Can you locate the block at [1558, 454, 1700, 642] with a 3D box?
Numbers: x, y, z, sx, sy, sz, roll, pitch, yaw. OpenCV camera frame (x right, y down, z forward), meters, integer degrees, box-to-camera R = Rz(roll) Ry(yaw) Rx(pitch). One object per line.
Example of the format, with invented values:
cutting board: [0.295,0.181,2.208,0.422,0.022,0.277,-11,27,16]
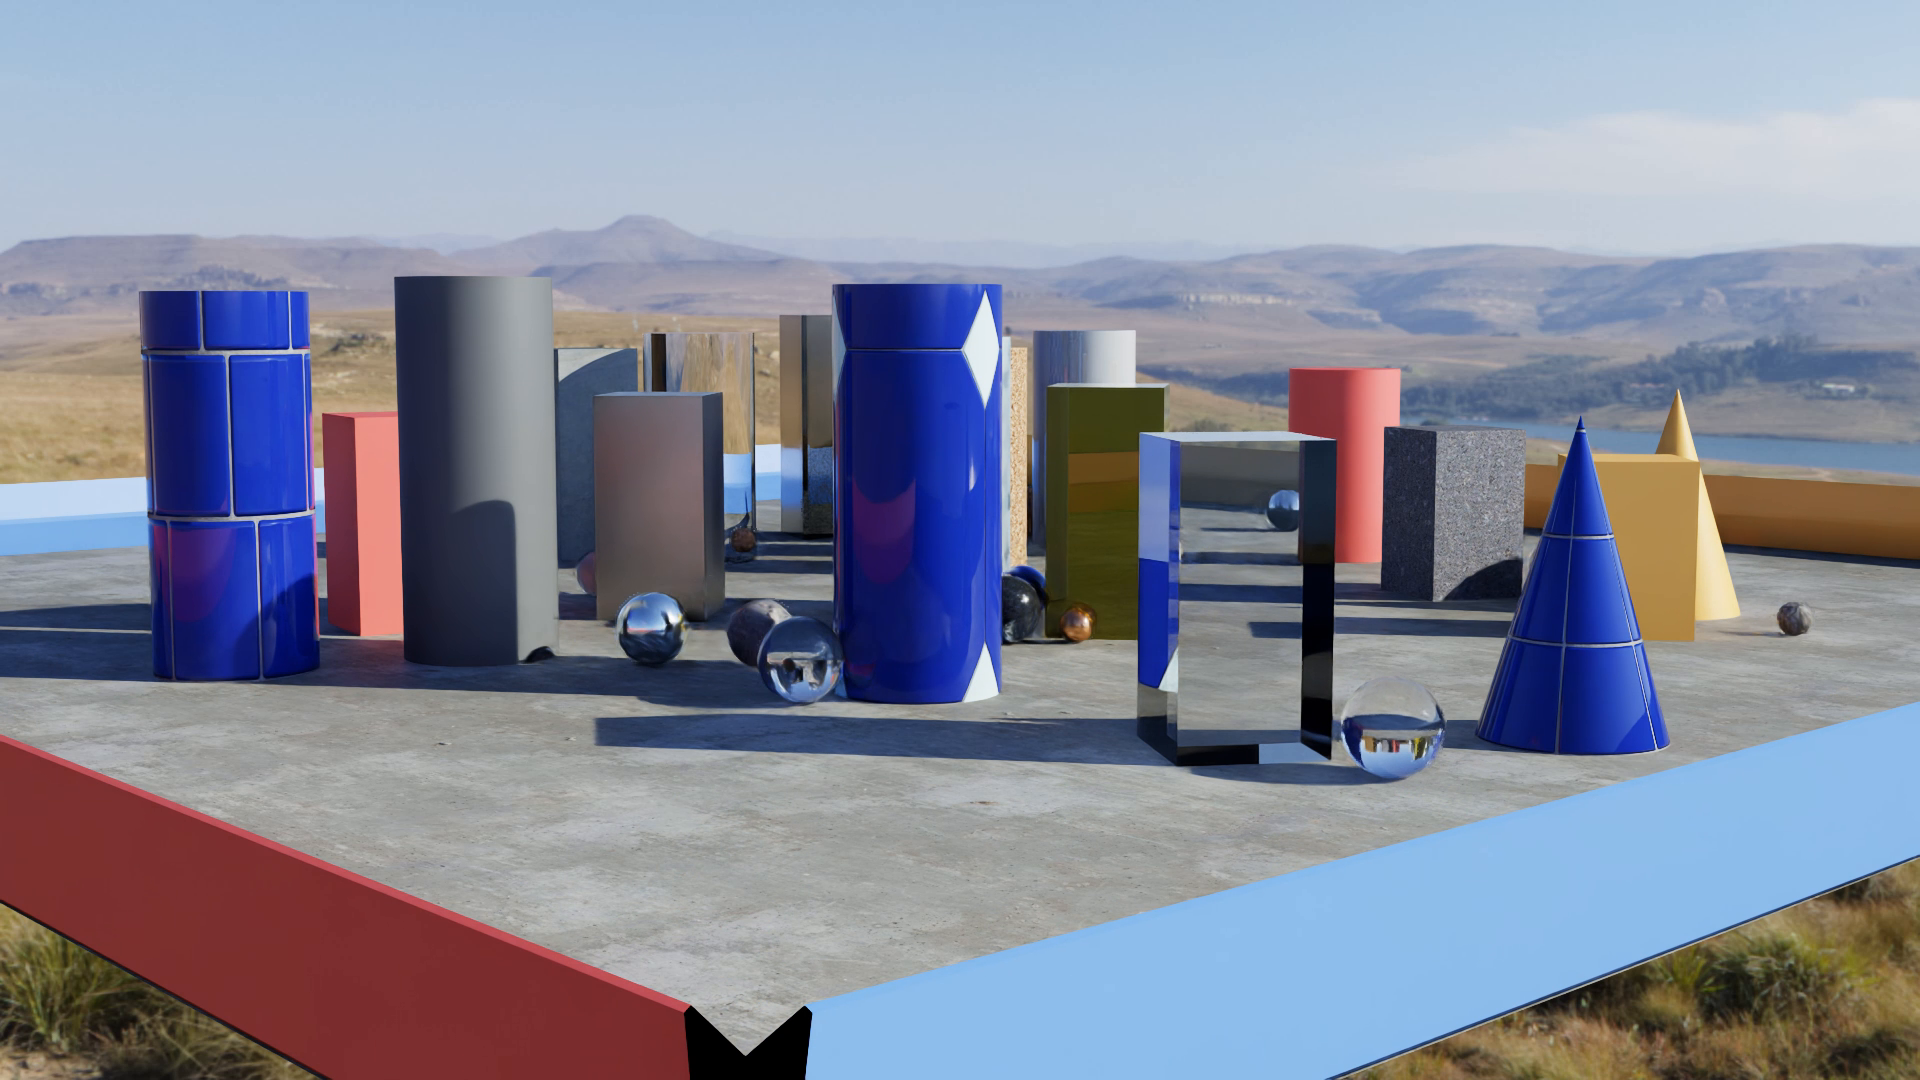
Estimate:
block: [0.919,0.007,3.043,0.158,0.242,0.158,0,6,5]

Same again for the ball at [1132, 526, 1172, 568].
ball: [0.333,0.012,3.815,0.072,0.072,0.072,0,6,0]

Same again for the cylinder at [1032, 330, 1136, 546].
cylinder: [0.237,-0.198,4.218,0.197,0.406,0.197,0,6,0]

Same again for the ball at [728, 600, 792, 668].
ball: [-0.247,0.117,2.748,0.086,0.086,0.086,0,6,0]

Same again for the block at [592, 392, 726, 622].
block: [-0.438,-0.052,3.220,0.158,0.324,0.158,0,6,4]

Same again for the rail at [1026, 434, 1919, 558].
rail: [1.216,-0.083,4.448,0.045,0.128,3.346,-5,8,-42]

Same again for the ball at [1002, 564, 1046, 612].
ball: [0.088,0.076,3.169,0.080,0.080,0.080,0,6,0]

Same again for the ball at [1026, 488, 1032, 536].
ball: [0.129,-0.055,4.339,0.097,0.097,0.097,0,6,0]

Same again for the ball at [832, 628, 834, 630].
ball: [-0.160,0.133,2.782,0.046,0.046,0.046,0,6,0]

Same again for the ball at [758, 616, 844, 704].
ball: [-0.181,0.136,2.499,0.099,0.099,0.099,0,6,0]

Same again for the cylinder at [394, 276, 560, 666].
cylinder: [-0.620,-0.093,2.829,0.197,0.486,0.197,0,6,0]

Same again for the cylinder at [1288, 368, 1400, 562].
cylinder: [0.692,-0.139,3.970,0.197,0.340,0.197,0,6,0]

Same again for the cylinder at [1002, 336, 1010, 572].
cylinder: [-0.024,-0.095,3.233,0.197,0.406,0.197,0,6,0]

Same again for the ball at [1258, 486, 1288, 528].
ball: [0.653,-0.067,4.514,0.084,0.084,0.084,0,6,0]

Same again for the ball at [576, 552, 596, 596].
ball: [-0.560,0.053,3.424,0.073,0.073,0.073,0,6,0]

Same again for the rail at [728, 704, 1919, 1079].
rail: [1.118,0.159,2.126,3.356,0.128,0.045,-5,8,-42]

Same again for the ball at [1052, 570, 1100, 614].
ball: [0.167,0.078,3.193,0.069,0.069,0.069,0,6,0]

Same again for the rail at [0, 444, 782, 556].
rail: [-1.118,-0.093,4.537,3.356,0.128,0.045,-5,8,-42]

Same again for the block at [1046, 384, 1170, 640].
block: [0.206,-0.043,3.045,0.158,0.342,0.158,1,6,8]

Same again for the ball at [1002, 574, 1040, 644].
ball: [0.062,0.093,2.944,0.093,0.093,0.093,0,6,0]

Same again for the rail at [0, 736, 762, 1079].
rail: [-1.216,0.150,2.216,0.045,0.128,3.346,-5,8,-42]

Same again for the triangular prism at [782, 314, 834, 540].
triangular prism: [-0.301,-0.228,4.367,0.148,0.435,0.171,5,8,40]

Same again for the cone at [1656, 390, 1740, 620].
cone: [1.056,-0.059,3.252,0.197,0.331,0.197,0,6,0]

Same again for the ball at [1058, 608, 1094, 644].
ball: [0.156,0.115,2.952,0.047,0.047,0.047,0,6,0]

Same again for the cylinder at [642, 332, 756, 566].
cylinder: [-0.464,-0.166,3.921,0.197,0.405,0.197,0,6,0]

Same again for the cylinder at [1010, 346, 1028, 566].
cylinder: [0.016,-0.138,3.758,0.197,0.382,0.197,0,6,0]

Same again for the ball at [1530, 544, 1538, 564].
ball: [0.919,0.037,3.371,0.089,0.089,0.089,0,6,0]

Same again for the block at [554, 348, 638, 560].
block: [-0.695,-0.161,4.013,0.158,0.376,0.158,-5,7,-37]

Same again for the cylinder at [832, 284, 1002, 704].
cylinder: [-0.049,-0.059,2.563,0.197,0.474,0.197,0,6,0]

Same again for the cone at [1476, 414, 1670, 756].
cone: [0.639,0.039,2.282,0.197,0.338,0.197,0,6,0]

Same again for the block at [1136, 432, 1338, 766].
block: [0.277,0.054,2.227,0.158,0.319,0.158,-1,6,-10]

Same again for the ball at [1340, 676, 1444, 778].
ball: [0.412,0.179,2.097,0.098,0.098,0.098,0,6,0]

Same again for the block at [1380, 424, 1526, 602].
block: [0.775,-0.046,3.461,0.158,0.261,0.158,-2,6,-19]

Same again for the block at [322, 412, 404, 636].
block: [-0.795,-0.028,3.105,0.158,0.300,0.158,-4,7,-32]

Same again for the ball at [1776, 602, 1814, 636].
ball: [1.146,0.108,3.020,0.047,0.047,0.047,0,6,0]

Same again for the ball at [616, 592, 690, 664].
ball: [-0.387,0.111,2.771,0.091,0.091,0.091,0,6,0]

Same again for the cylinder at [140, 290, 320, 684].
cylinder: [-0.897,-0.071,2.706,0.197,0.467,0.197,0,6,0]

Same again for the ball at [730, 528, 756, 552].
ball: [-0.380,0.000,3.847,0.044,0.044,0.044,0,6,0]
